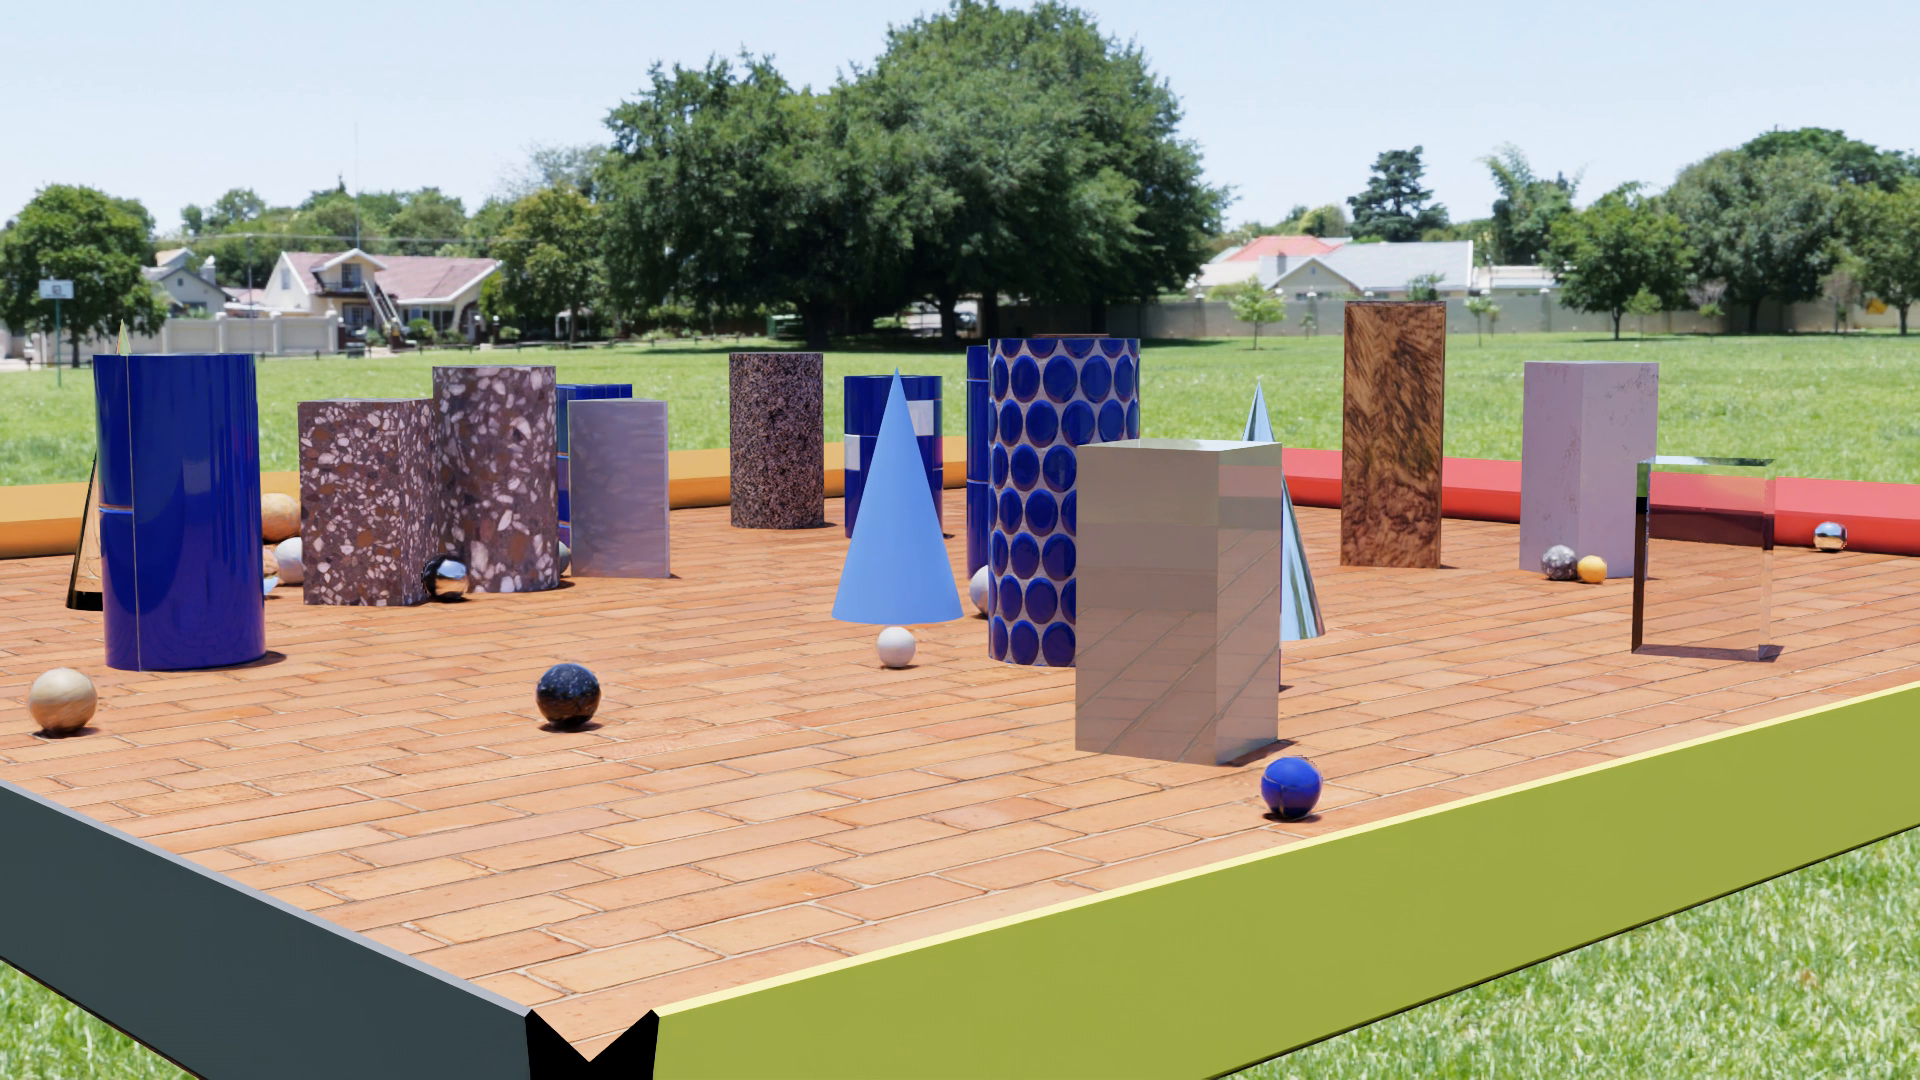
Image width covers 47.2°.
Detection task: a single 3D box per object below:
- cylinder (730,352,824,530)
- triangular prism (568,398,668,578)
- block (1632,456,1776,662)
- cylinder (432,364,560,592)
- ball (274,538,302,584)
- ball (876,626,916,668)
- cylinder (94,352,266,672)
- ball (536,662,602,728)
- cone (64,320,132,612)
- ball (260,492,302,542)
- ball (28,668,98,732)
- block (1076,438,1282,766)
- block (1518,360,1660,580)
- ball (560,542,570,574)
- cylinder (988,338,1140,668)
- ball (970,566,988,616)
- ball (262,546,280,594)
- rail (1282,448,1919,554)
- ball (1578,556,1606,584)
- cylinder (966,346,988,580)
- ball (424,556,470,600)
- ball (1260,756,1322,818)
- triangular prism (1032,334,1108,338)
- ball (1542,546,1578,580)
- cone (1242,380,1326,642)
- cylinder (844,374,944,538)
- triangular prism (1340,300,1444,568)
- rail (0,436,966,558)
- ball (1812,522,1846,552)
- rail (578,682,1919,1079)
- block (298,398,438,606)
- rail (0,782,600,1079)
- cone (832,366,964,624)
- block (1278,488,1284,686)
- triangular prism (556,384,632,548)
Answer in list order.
[{"bbox_3d":[-0.378,-0.208,4.539,0.194,0.355,0.194,0,6,0],"label":"cylinder"},{"bbox_3d":[-0.557,-0.091,3.718,0.168,0.294,0.145,1,6,8],"label":"triangular prism"},{"bbox_3d":[0.973,0.021,2.873,0.155,0.248,0.155,3,7,25],"label":"block"},{"bbox_3d":[-0.746,-0.103,3.543,0.194,0.354,0.194,0,6,0],"label":"cylinder"},{"bbox_3d":[-1.076,0.034,3.565,0.076,0.076,0.076,0,6,0],"label":"ball"},{"bbox_3d":[-0.080,0.134,2.741,0.051,0.051,0.051,0,6,0],"label":"ball"},{"bbox_3d":[-0.986,-0.041,2.784,0.194,0.388,0.194,0,6,0],"label":"cylinder"},{"bbox_3d":[-0.418,0.166,2.348,0.069,0.069,0.069,0,6,0],"label":"ball"},{"bbox_3d":[-1.258,-0.119,3.323,0.194,0.431,0.194,0,6,0],"label":"cone"},{"bbox_3d":[-1.309,-0.043,4.206,0.097,0.097,0.097,0,6,0],"label":"ball"},{"bbox_3d":[-0.946,0.169,2.318,0.068,0.068,0.068,0,6,0],"label":"ball"},{"bbox_3d":[0.223,0.057,2.236,0.155,0.309,0.155,4,7,31],"label":"block"},{"bbox_3d":[1.061,-0.122,3.715,0.155,0.356,0.155,-3,6,-23],"label":"block"},{"bbox_3d":[-0.682,0.030,3.668,0.063,0.063,0.063,0,6,0],"label":"ball"},{"bbox_3d":[0.133,-0.054,2.819,0.194,0.407,0.194,0,6,0],"label":"cylinder"},{"bbox_3d":[0.051,0.073,3.194,0.076,0.076,0.076,0,6,0],"label":"ball"},{"bbox_3d":[-1.095,0.049,3.401,0.082,0.082,0.082,0,6,0],"label":"ball"},{"bbox_3d":[1.255,-0.088,4.484,0.045,0.126,3.252,-6,8,-42],"label":"rail"},{"bbox_3d":[1.030,0.048,3.585,0.045,0.045,0.045,0,6,0],"label":"ball"},{"bbox_3d":[0.107,-0.127,3.624,0.194,0.384,0.194,0,6,0],"label":"cylinder"},{"bbox_3d":[-0.786,0.059,3.370,0.069,0.069,0.069,0,6,0],"label":"ball"},{"bbox_3d":[0.291,0.217,1.933,0.053,0.053,0.053,0,6,0],"label":"ball"},{"bbox_3d":[0.253,-0.209,4.354,0.168,0.395,0.145,4,7,35],"label":"triangular prism"},{"bbox_3d":[0.990,0.037,3.626,0.058,0.058,0.058,0,6,0],"label":"ball"},{"bbox_3d":[0.411,-0.047,3.036,0.194,0.348,0.194,0,6,0],"label":"cone"},{"bbox_3d":[-0.130,-0.164,4.316,0.194,0.314,0.194,0,6,0],"label":"cylinder"},{"bbox_3d":[0.765,-0.188,3.856,0.168,0.458,0.145,2,6,16],"label":"triangular prism"},{"bbox_3d":[-1.087,-0.090,4.503,3.463,0.126,0.045,-6,8,-42],"label":"rail"},{"bbox_3d":[1.598,-0.006,4.043,0.057,0.057,0.057,0,6,0],"label":"ball"},{"bbox_3d":[1.087,0.156,2.161,3.463,0.126,0.045,-6,8,-42],"label":"rail"},{"bbox_3d":[-0.906,-0.062,3.375,0.155,0.307,0.155,1,6,7],"label":"block"},{"bbox_3d":[-1.255,0.154,2.180,0.045,0.126,3.252,-6,8,-42],"label":"rail"},{"bbox_3d":[-0.091,-0.071,3.193,0.194,0.364,0.194,0,6,0],"label":"cone"},{"bbox_3d":[0.276,0.059,2.570,0.155,0.235,0.155,3,7,29],"label":"block"},{"bbox_3d":[-0.686,-0.143,4.164,0.145,0.304,0.168,-4,7,-33],"label":"triangular prism"}]
